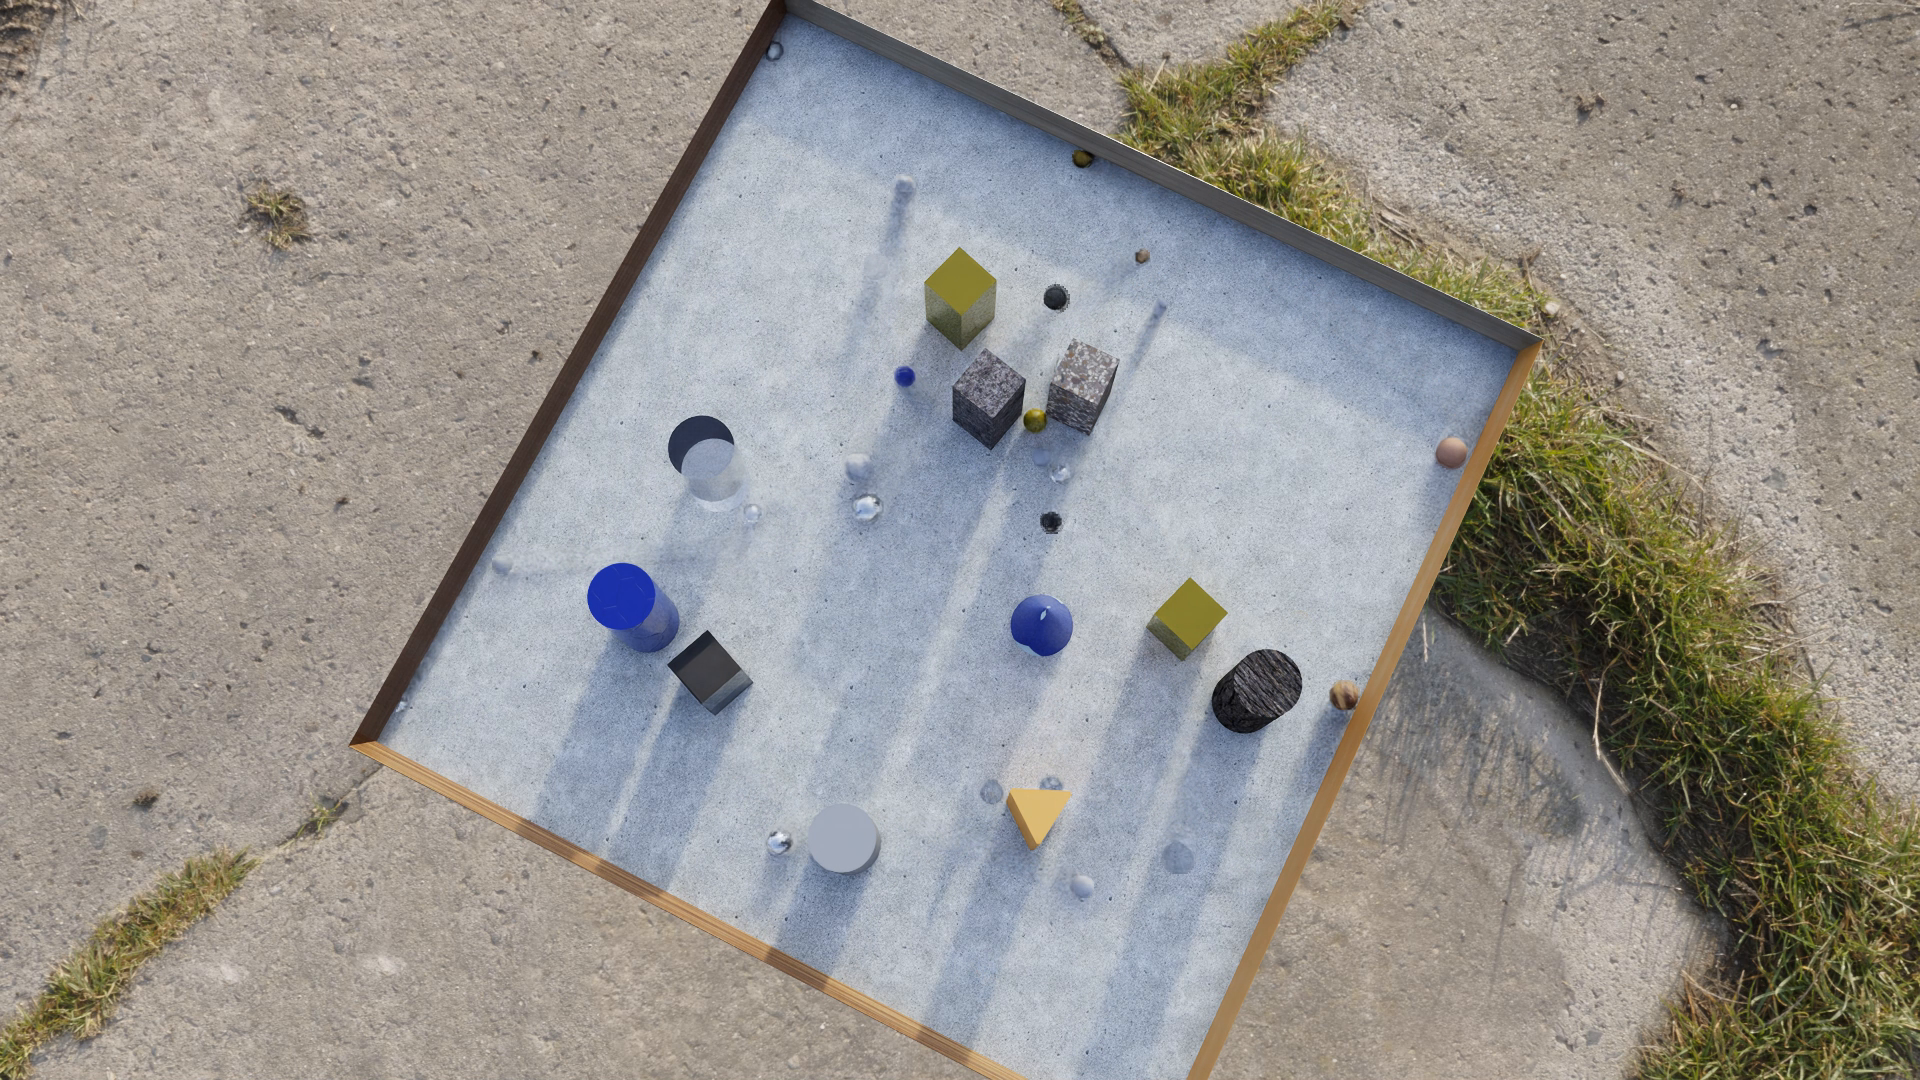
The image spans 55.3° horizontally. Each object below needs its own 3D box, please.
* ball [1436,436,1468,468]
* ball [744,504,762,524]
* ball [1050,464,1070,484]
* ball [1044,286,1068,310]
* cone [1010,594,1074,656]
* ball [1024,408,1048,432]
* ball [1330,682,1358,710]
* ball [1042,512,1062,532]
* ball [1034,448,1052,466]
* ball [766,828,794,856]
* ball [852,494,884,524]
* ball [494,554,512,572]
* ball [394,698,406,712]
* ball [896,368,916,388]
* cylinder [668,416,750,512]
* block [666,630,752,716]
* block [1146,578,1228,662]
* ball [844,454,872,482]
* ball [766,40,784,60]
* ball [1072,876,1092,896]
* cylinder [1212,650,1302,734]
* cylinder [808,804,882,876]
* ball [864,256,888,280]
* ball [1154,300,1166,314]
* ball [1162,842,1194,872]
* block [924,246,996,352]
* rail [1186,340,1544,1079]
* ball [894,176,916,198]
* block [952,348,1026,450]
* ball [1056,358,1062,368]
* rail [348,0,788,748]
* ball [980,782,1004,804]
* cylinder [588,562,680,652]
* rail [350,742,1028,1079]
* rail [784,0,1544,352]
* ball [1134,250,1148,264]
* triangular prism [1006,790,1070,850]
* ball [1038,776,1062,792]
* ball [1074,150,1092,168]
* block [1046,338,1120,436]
[{"bbox_3d":[1.509,-0.271,5.624,0.094,0.094,0.094,0,78,0],"label":"ball"},{"bbox_3d":[-0.633,-0.081,5.603,0.060,0.060,0.060,0,78,0],"label":"ball"},{"bbox_3d":[0.308,-0.204,5.628,0.060,0.060,0.060,0,78,0],"label":"ball"},{"bbox_3d":[0.298,-0.755,5.735,0.075,0.075,0.075,0,78,0],"label":"ball"},{"bbox_3d":[0.249,0.227,5.411,0.191,0.311,0.191,0,78,0],"label":"cone"},{"bbox_3d":[0.232,-0.368,5.654,0.075,0.075,0.075,0,78,0],"label":"ball"},{"bbox_3d":[1.147,0.466,5.476,0.085,0.085,0.085,0,78,0],"label":"ball"},{"bbox_3d":[0.280,-0.056,5.596,0.062,0.062,0.062,0,78,0],"label":"ball"},{"bbox_3d":[0.256,-0.254,5.641,0.054,0.054,0.054,0,78,0],"label":"ball"},{"bbox_3d":[-0.530,0.889,5.393,0.079,0.079,0.079,0,78,0],"label":"ball"},{"bbox_3d":[-0.279,-0.095,5.588,0.095,0.095,0.095,0,78,0],"label":"ball"},{"bbox_3d":[-1.389,0.072,5.573,0.056,0.056,0.056,0,78,0],"label":"ball"},{"bbox_3d":[-1.679,0.495,5.493,0.040,0.040,0.040,0,78,0],"label":"ball"},{"bbox_3d":[-0.169,-0.505,5.689,0.063,0.063,0.063,0,78,0],"label":"ball"},{"bbox_3d":[-0.740,-0.222,5.446,0.191,0.423,0.191,0,78,0],"label":"cylinder"},{"bbox_3d":[-0.730,0.393,5.381,0.152,0.302,0.152,-41,81,-8],"label":"block"},{"bbox_3d":[0.671,0.238,5.439,0.152,0.250,0.152,44,82,8],"label":"block"},{"bbox_3d":[-0.313,-0.223,5.618,0.087,0.087,0.087,0,78,0],"label":"ball"},{"bbox_3d":[-0.599,-1.580,5.913,0.060,0.060,0.060,0,78,0],"label":"ball"},{"bbox_3d":[0.357,1.014,5.375,0.061,0.061,0.061,0,78,0],"label":"ball"},{"bbox_3d":[0.853,0.442,5.294,0.191,0.453,0.191,0,78,0],"label":"cylinder"},{"bbox_3d":[-0.329,0.864,5.268,0.191,0.332,0.191,0,78,0],"label":"cylinder"},{"bbox_3d":[-0.263,-0.854,5.755,0.075,0.075,0.075,0,78,0],"label":"ball"},{"bbox_3d":[0.626,-0.731,5.746,0.041,0.041,0.041,0,78,0],"label":"ball"},{"bbox_3d":[0.640,0.931,5.379,0.089,0.089,0.089,0,78,0],"label":"ball"},{"bbox_3d":[0.001,-0.731,5.591,0.152,0.347,0.152,43,81,8],"label":"block"},{"bbox_3d":[1.164,0.576,5.433,0.045,0.124,2.718,26,80,5],"label":"rail"},{"bbox_3d":[-0.176,-1.122,5.812,0.071,0.071,0.071,0,78,0],"label":"ball"},{"bbox_3d":[0.085,-0.419,5.513,0.152,0.373,0.152,39,81,7],"label":"block"},{"bbox_3d":[0.320,-0.549,5.709,0.041,0.041,0.041,0,78,0],"label":"ball"},{"bbox_3d":[-1.164,-0.563,5.669,0.045,0.124,2.718,26,80,5],"label":"rail"},{"bbox_3d":[0.095,0.748,5.427,0.068,0.068,0.068,0,78,0],"label":"ball"},{"bbox_3d":[-0.947,0.203,5.344,0.191,0.451,0.191,0,78,0],"label":"cylinder"},{"bbox_3d":[-0.597,1.176,5.309,2.650,0.124,0.045,26,80,5],"label":"rail"},{"bbox_3d":[0.597,-1.163,5.793,2.650,0.124,0.045,26,80,5],"label":"rail"},{"bbox_3d":[0.571,-0.893,5.781,0.041,0.041,0.041,0,78,0],"label":"ball"},{"bbox_3d":[0.198,0.766,5.216,0.143,0.473,0.165,33,80,6],"label":"triangular prism"},{"bbox_3d":[0.269,0.737,5.428,0.070,0.070,0.070,0,78,0],"label":"ball"},{"bbox_3d":[0.393,-1.214,5.837,0.060,0.060,0.060,0,78,0],"label":"ball"},{"bbox_3d":[0.366,-0.458,5.530,0.152,0.355,0.152,26,79,5],"label":"block"}]
